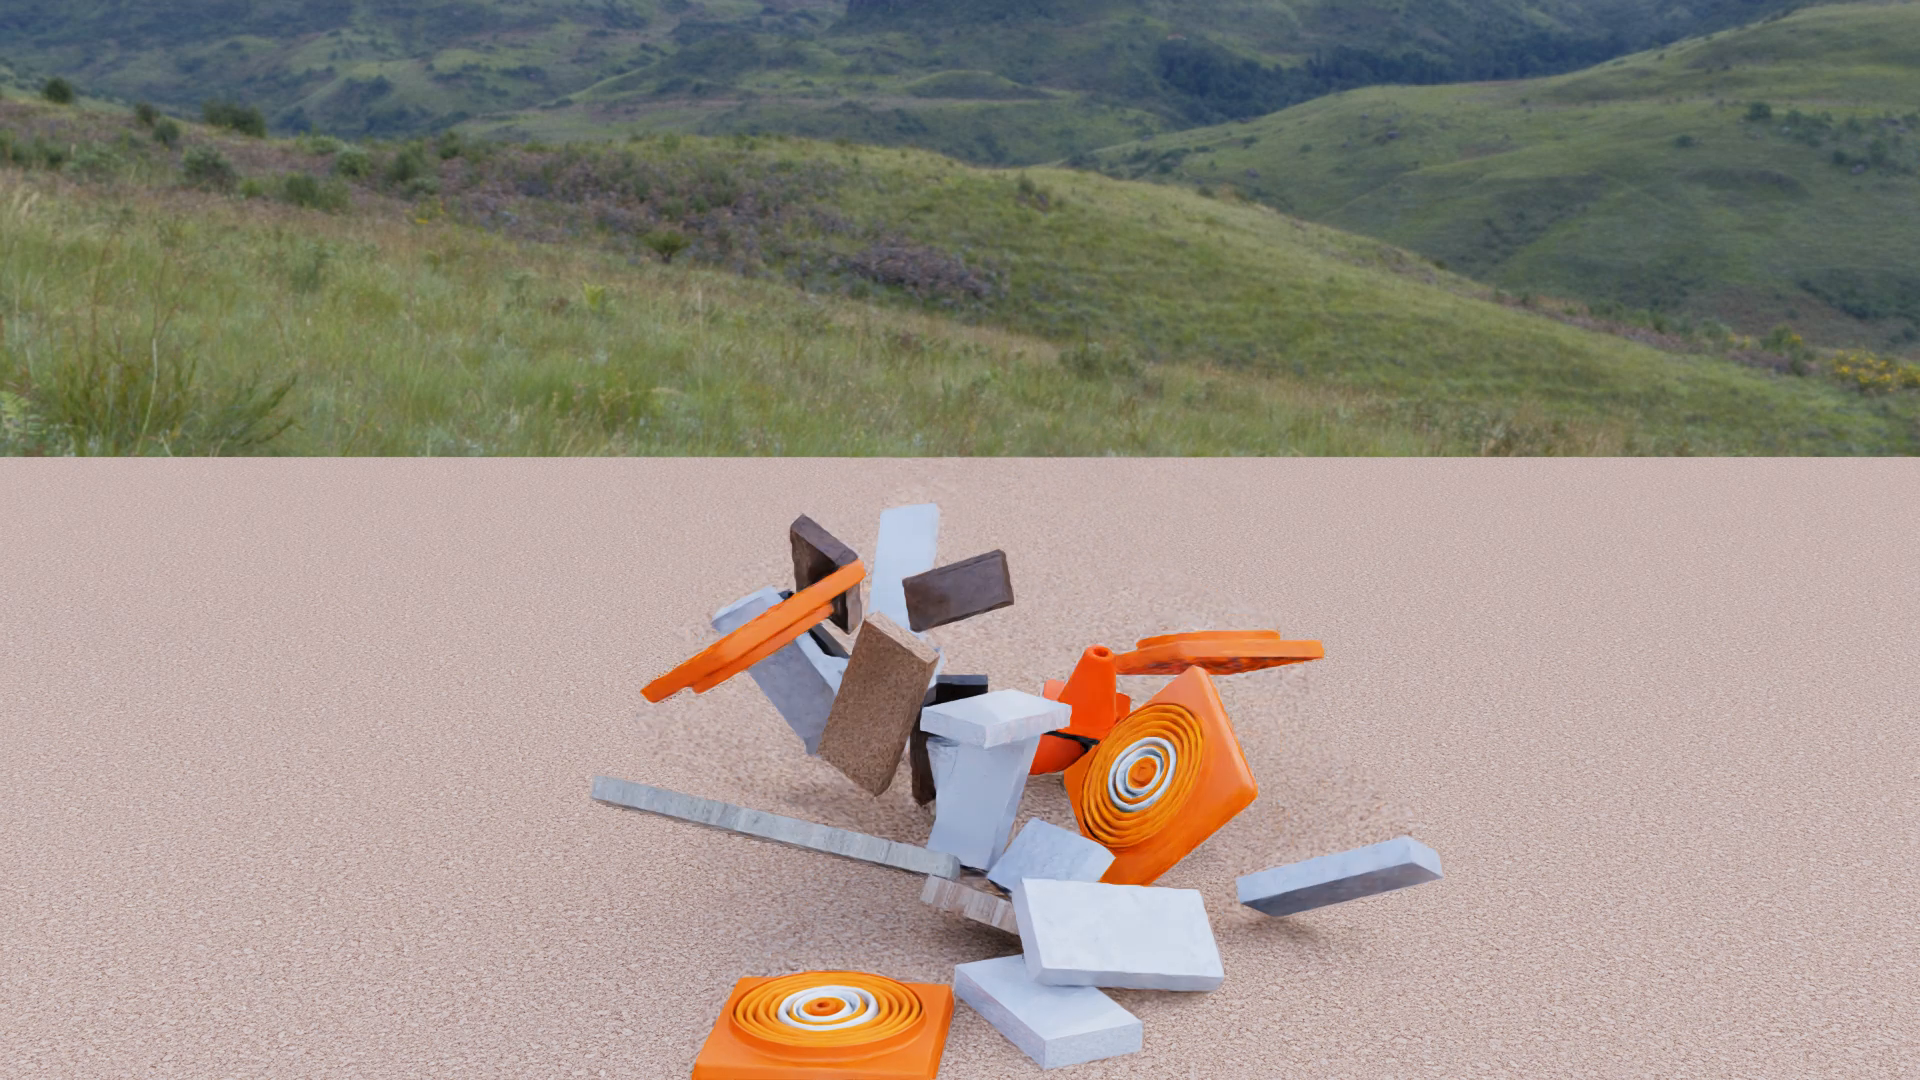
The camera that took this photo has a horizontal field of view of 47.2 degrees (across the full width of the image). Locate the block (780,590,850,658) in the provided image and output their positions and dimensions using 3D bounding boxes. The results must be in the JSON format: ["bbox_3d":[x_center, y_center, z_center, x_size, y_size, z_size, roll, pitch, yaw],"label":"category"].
[{"bbox_3d":[-0.312,0.205,4.184,0.132,0.264,0.037,-21,44,20],"label":"block"}]

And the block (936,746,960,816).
[{"bbox_3d":[0.005,0.457,3.892,0.090,0.180,0.025,2,-5,7],"label":"block"}]

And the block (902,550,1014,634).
[{"bbox_3d":[-0.004,0.094,4.039,0.200,0.100,0.028,-18,-20,20],"label":"block"}]

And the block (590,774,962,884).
[{"bbox_3d":[-0.294,0.465,3.536,0.591,0.037,0.132,12,-11,8],"label":"block"}]

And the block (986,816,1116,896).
[{"bbox_3d":[0.144,0.531,3.559,0.037,0.129,0.258,43,-13,-19],"label":"block"}]

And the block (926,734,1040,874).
[{"bbox_3d":[0.039,0.444,3.809,0.129,0.258,0.037,7,-22,34],"label":"block"}]

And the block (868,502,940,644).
[{"bbox_3d":[-0.125,0.086,4.774,0.126,0.036,0.398,-8,47,16],"label":"block"}]

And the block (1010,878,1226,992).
[{"bbox_3d":[0.231,0.578,3.213,0.299,0.042,0.149,8,46,-24],"label":"block"}]

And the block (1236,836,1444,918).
[{"bbox_3d":[0.595,0.529,3.445,0.287,0.041,0.144,-19,-27,26],"label":"block"}]

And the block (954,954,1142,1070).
[{"bbox_3d":[0.122,0.667,3.140,0.149,0.042,0.299,-5,12,-24],"label":"block"}]

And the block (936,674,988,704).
[{"bbox_3d":[0.006,0.315,3.938,0.090,0.180,0.025,0,40,3],"label":"block"}]

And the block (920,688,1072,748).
[{"bbox_3d":[0.062,0.296,3.668,0.129,0.037,0.258,13,11,33],"label":"block"}]

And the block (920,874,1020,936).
[{"bbox_3d":[0.098,0.586,3.379,0.299,0.042,0.149,11,-11,43],"label":"block"}]

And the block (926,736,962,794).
[{"bbox_3d":[0.001,0.439,3.955,0.090,0.180,0.026,-6,18,13],"label":"block"}]

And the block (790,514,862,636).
[{"bbox_3d":[-0.244,0.065,4.032,0.132,0.264,0.037,37,67,17],"label":"block"}]

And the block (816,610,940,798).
[{"bbox_3d":[-0.149,0.296,3.941,0.144,0.333,0.041,34,37,18],"label":"block"}]

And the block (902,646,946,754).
[{"bbox_3d":[-0.129,0.325,4.492,0.126,0.036,0.252,-1,47,29],"label":"block"}]

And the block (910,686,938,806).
[{"bbox_3d":[-0.042,0.372,4.051,0.100,0.289,0.028,-28,53,-23],"label":"block"}]

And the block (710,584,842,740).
[{"bbox_3d":[-0.319,0.228,4.049,0.144,0.287,0.041,-25,17,37],"label":"block"}]

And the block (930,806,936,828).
[{"bbox_3d":[0.029,0.472,4.240,0.081,0.023,0.479,2,11,11],"label":"block"}]

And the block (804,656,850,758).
[{"bbox_3d":[-0.250,0.322,4.206,0.126,0.252,0.036,7,43,20],"label":"block"}]
